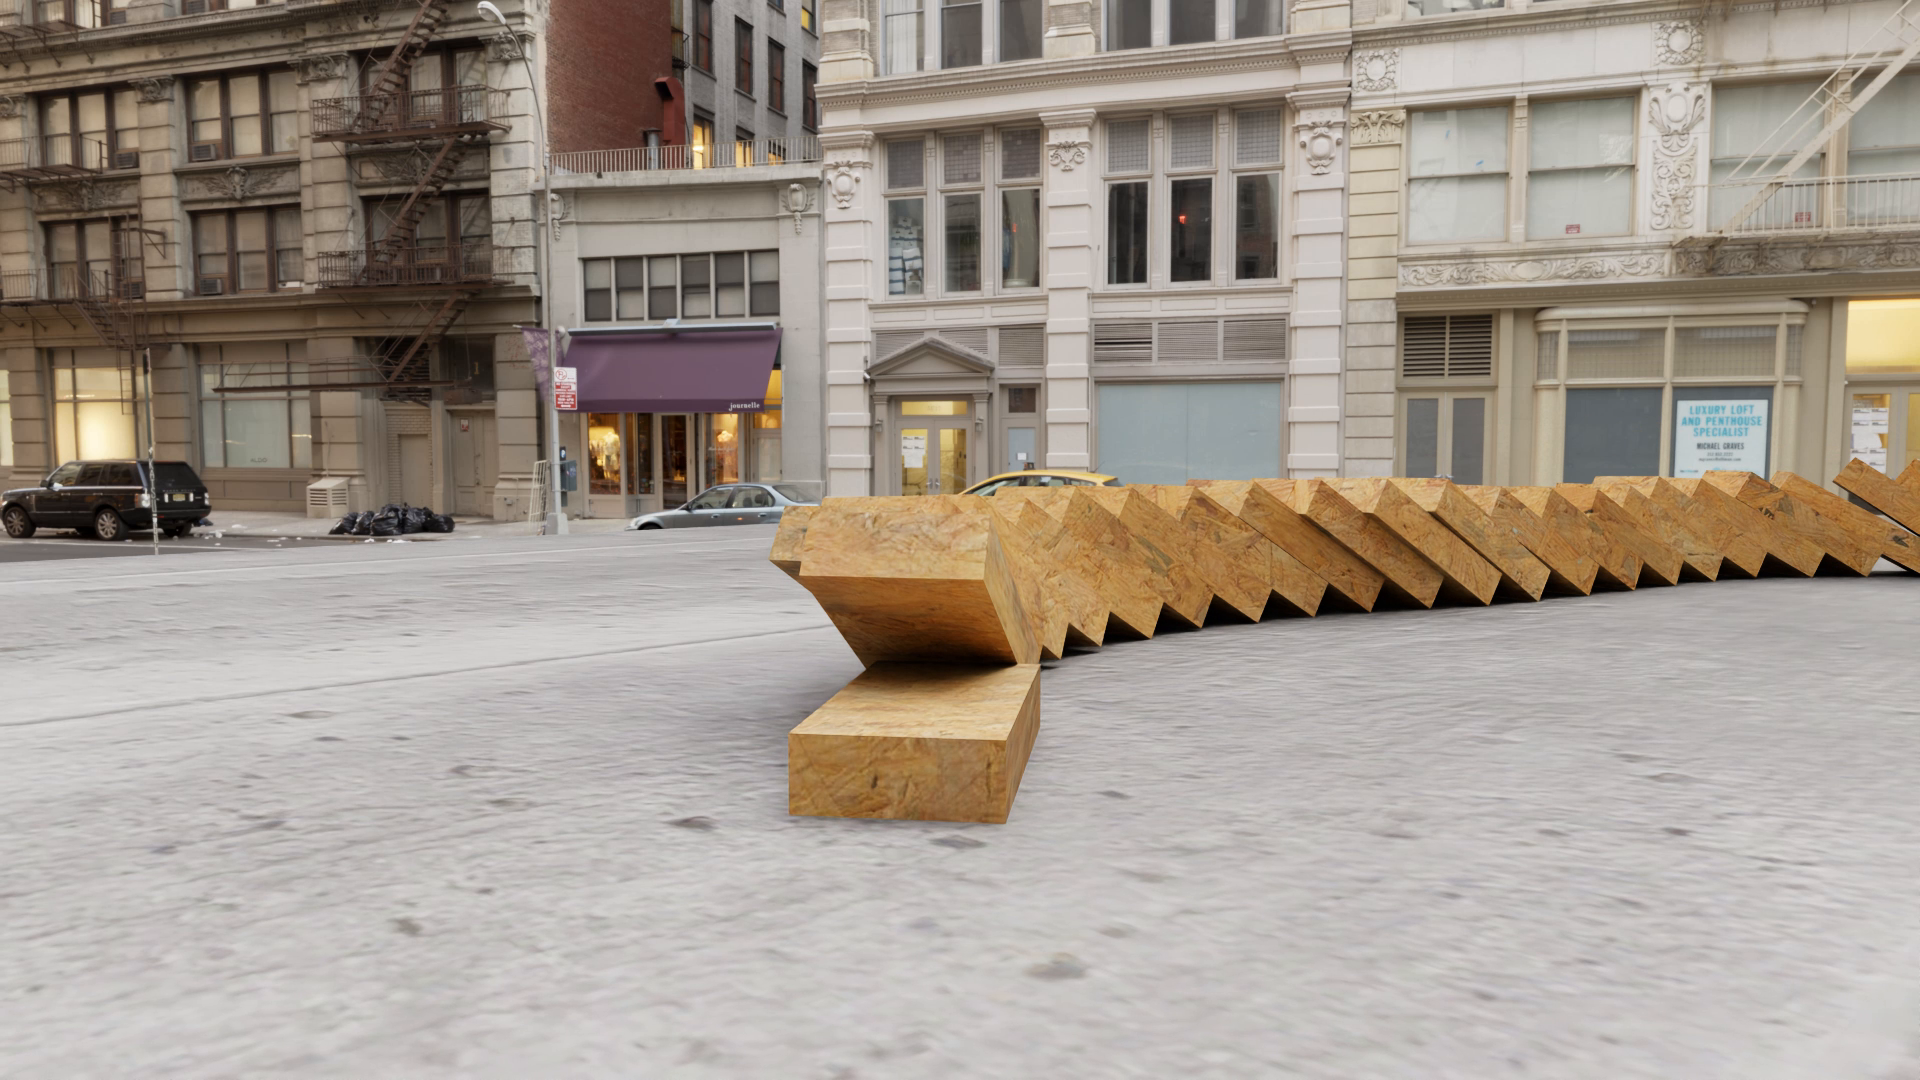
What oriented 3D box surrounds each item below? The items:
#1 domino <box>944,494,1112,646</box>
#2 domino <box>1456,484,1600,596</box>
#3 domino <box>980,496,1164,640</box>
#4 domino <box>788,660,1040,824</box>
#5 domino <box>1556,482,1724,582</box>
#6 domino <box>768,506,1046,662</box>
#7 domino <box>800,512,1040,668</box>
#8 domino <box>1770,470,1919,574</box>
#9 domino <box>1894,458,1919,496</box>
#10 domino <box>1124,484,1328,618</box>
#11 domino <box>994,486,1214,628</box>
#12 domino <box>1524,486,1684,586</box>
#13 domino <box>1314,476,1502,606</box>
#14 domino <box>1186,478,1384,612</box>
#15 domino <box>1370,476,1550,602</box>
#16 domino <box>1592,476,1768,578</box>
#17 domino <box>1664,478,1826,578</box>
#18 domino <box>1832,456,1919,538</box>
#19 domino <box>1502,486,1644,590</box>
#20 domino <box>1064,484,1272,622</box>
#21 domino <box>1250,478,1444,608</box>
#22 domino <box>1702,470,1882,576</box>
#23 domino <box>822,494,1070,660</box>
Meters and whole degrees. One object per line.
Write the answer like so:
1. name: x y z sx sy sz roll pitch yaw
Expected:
1. domino: 0.006 0.007 0.254 0.025 0.010 0.050 0 -25 39
2. domino: 0.153 0.000 0.359 0.050 0.010 0.025 29 -11 -30
3. domino: 0.019 0.006 0.274 0.025 0.010 0.050 5 -22 46
4. domino: -0.004 0.025 0.170 0.025 0.010 0.050 1 4 8
5. domino: 0.209 -0.002 0.397 0.050 0.009 0.025 27 -8 -25
6. domino: -0.007 0.010 0.216 0.025 0.010 0.050 2 -25 29
7. domino: -0.004 0.012 0.192 0.025 0.010 0.050 1 -26 12
8. domino: 0.295 -0.006 0.425 0.050 0.009 0.025 33 16 18
9. domino: 0.330 -0.007 0.412 0.025 0.010 0.050 1 37 -44
10. domino: 0.064 0.003 0.314 0.050 0.009 0.025 31 -12 -29
11. domino: 0.032 0.004 0.289 0.050 0.009 0.025 33 -18 -34
12. domino: 0.191 -0.001 0.384 0.050 0.010 0.025 27 -10 -30
13. domino: 0.116 0.000 0.337 0.050 0.009 0.025 32 -12 -27
14. domino: 0.081 0.001 0.324 0.050 0.010 0.025 32 -11 -26
15. domino: 0.133 0.000 0.346 0.050 0.010 0.025 33 -13 -29
16. domino: 0.228 -0.004 0.409 0.050 0.009 0.025 28 -6 -17
17. domino: 0.250 -0.005 0.417 0.050 0.009 0.025 27 0 -8
18. domino: 0.313 -0.008 0.421 0.050 0.010 0.025 43 23 25
19. domino: 0.172 -0.001 0.371 0.050 0.009 0.025 28 -11 -30
20. domino: 0.047 0.003 0.303 0.050 0.009 0.025 32 -13 -30
21. domino: 0.098 0.001 0.331 0.050 0.009 0.025 32 -12 -26
22. domino: 0.271 -0.006 0.421 0.050 0.010 0.025 31 4 -2
23. domino: -0.002 0.008 0.234 0.025 0.010 0.050 0 -26 32
